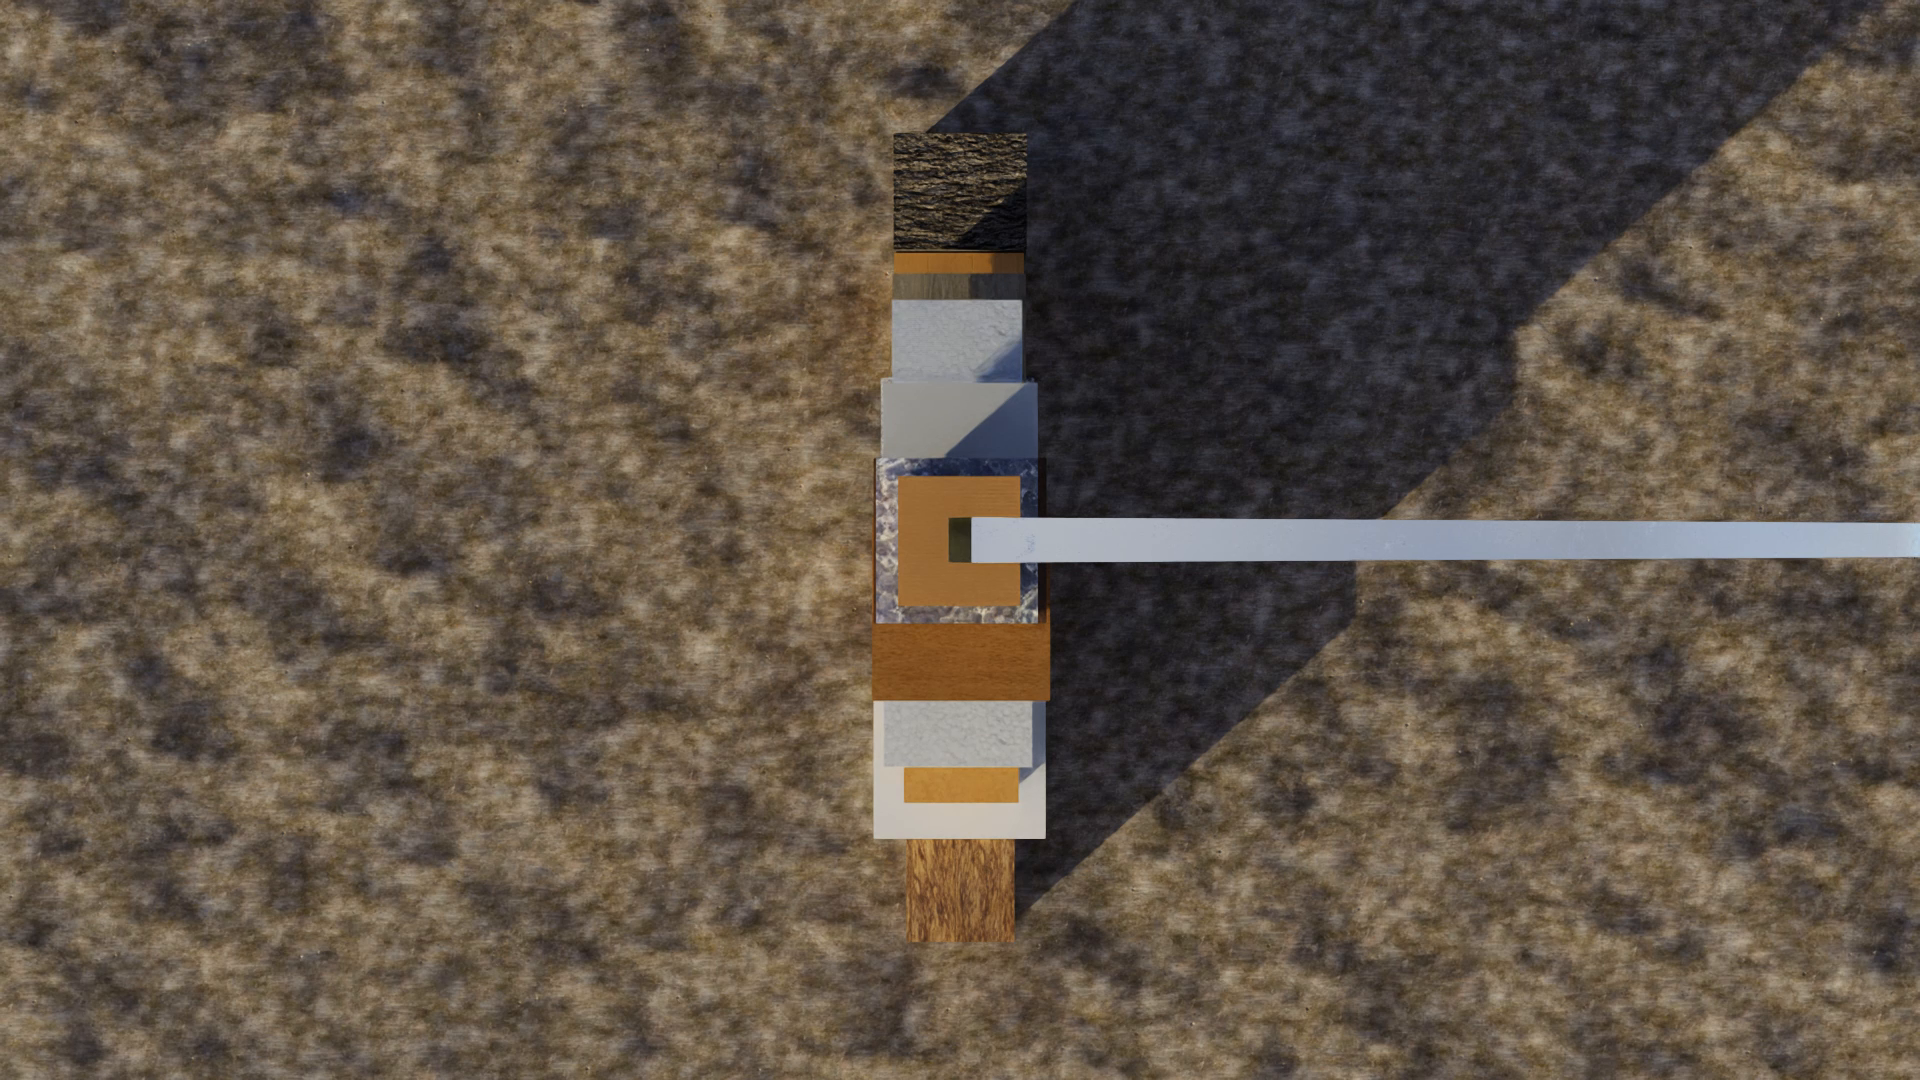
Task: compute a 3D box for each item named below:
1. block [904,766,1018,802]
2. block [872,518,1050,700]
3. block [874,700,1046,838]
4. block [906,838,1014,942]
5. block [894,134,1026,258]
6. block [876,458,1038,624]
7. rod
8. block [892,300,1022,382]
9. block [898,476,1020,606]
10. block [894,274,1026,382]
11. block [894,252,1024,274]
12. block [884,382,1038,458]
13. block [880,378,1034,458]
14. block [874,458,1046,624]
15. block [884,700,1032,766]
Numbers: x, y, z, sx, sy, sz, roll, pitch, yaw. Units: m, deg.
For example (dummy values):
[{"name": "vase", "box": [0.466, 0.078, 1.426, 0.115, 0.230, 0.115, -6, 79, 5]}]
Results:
[{"name": "block", "box": [0.007, 1.074, 11.804, 0.598, 0.677, 0.592, 0, 90, 0]}, {"name": "block", "box": [0.005, 0.303, 10.086, 0.782, 0.856, 0.807, 0, 90, 0]}, {"name": "block", "box": [-0.002, 1.227, 12.571, 0.950, 0.857, 0.844, 0, 90, 0]}, {"name": "block", "box": [0.004, 1.961, 12.689, 0.608, 0.622, 0.604, 0, 90, 0]}, {"name": "block", "box": [0.001, -1.940, 12.613, 0.742, 0.773, 0.645, 0, 90, 0]}, {"name": "block", "box": [-0.012, 0.003, 8.567, 0.610, 0.586, 0.623, 0, 90, 0]}, {"name": "rod", "box": [2.234, 0.000, 5.238, 5.200, 0.080, 0.080, 0, 90, -31]}, {"name": "block", "box": [-0.014, -0.791, 11.047, 0.638, 0.596, 0.721, 0, 84, 0]}, {"name": "block", "box": [-0.003, 0.004, 8.059, 0.436, 0.429, 0.463, 0, 90, 0]}, {"name": "block", "box": [-0.003, -0.975, 11.811, 0.694, 0.672, 0.812, 0, 88, 0]}, {"name": "block", "box": [-0.005, -1.257, 12.655, 0.726, 0.691, 0.701, 0, 90, 0]}, {"name": "block", "box": [0.002, -0.411, 10.230, 0.700, 0.568, 0.592, 0, 89, 0]}, {"name": "block", "box": [-0.013, -0.478, 12.573, 0.847, 0.855, 0.838, 0, 90, 0]}, {"name": "block", "box": [0.000, 0.003, 9.259, 0.697, 0.797, 0.665, 0, 90, 0]}, {"name": "block", "box": [-0.010, 0.755, 11.144, 0.733, 0.645, 0.730, 0, 89, 0]}]
